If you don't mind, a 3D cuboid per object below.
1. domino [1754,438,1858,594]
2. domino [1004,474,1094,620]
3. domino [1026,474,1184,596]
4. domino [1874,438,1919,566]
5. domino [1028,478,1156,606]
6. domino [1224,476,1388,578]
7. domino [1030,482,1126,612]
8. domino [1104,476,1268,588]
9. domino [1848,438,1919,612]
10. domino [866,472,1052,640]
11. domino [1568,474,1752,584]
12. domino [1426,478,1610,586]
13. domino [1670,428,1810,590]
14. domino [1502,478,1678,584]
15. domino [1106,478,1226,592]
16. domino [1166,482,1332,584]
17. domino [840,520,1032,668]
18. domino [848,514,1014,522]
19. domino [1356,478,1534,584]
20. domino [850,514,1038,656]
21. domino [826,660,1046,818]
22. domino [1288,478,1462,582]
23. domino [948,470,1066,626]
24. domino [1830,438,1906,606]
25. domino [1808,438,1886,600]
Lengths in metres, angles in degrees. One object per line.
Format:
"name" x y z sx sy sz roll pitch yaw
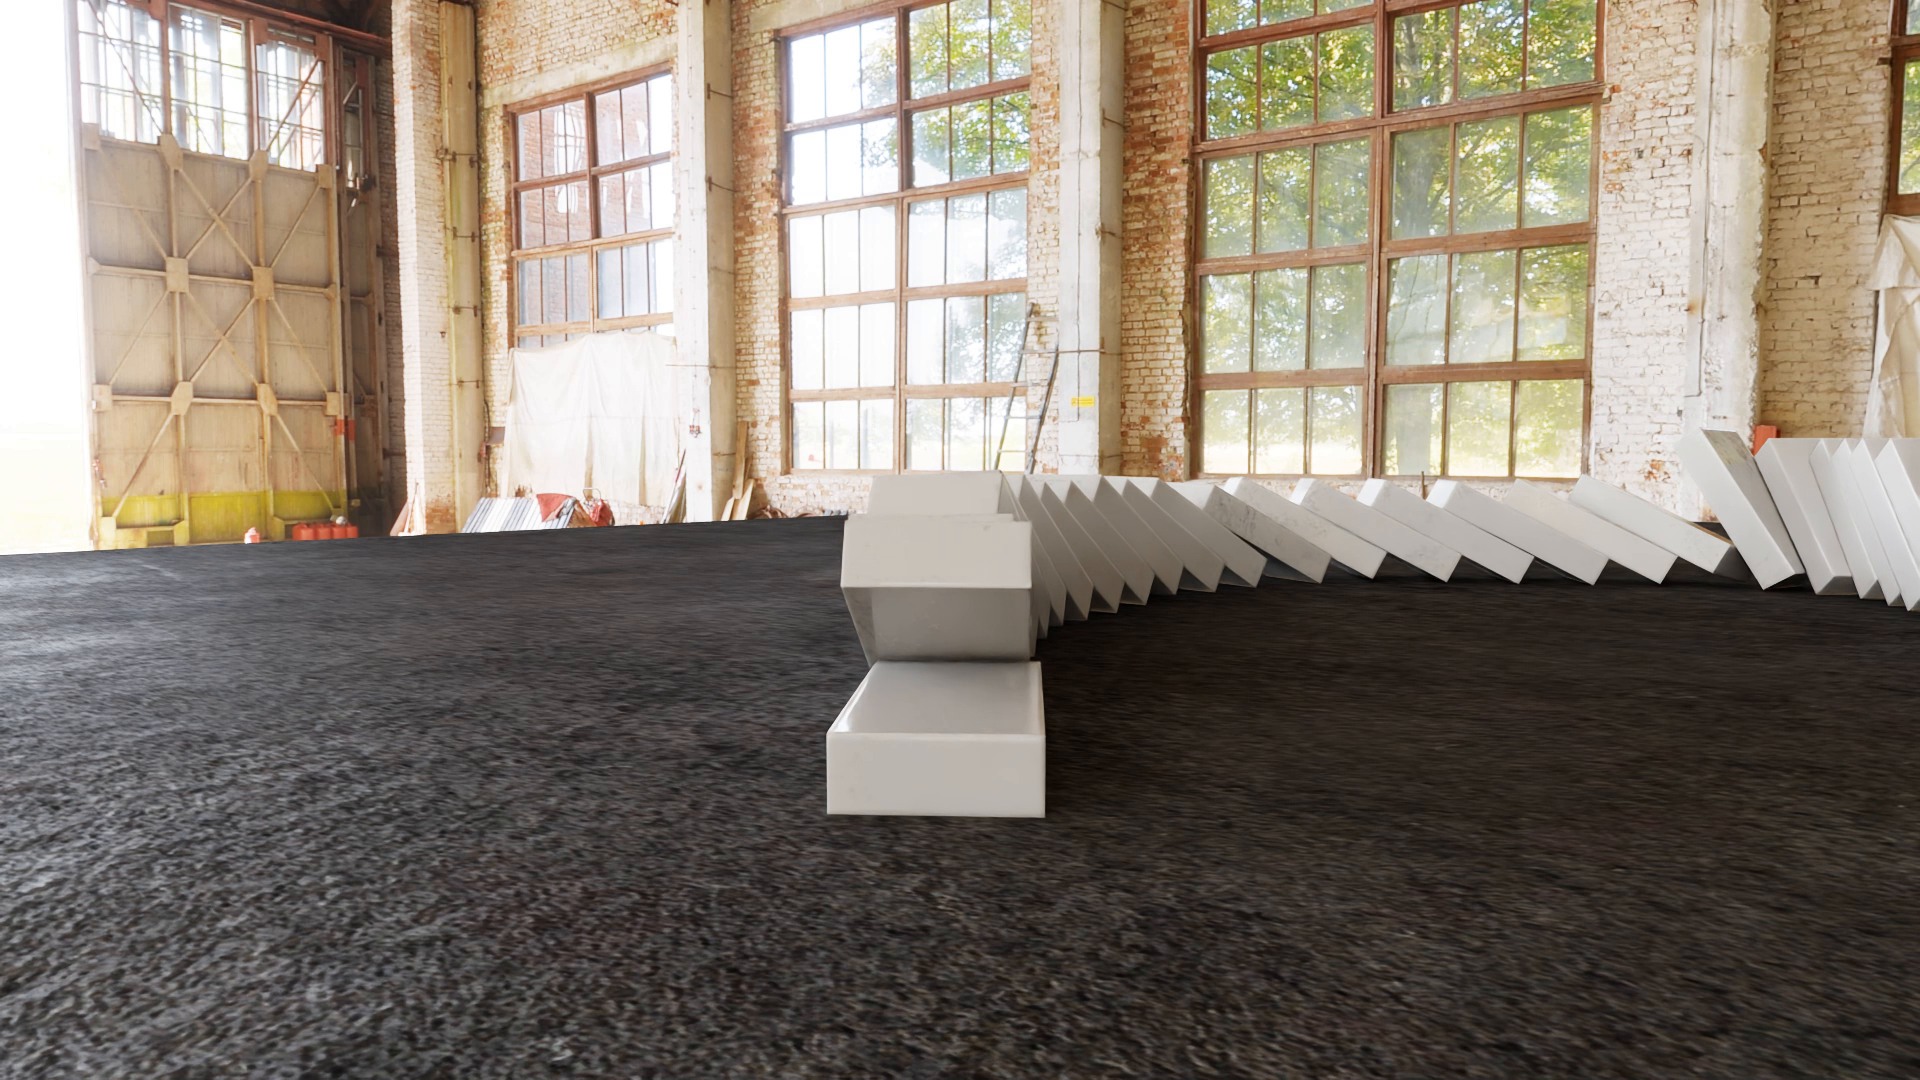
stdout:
"domino" 0.255 -0.008 0.373 0.025 0.050 0.009 0 -36 1
"domino" 0.011 0.003 0.292 0.025 0.009 0.050 0 -29 26
"domino" 0.037 -0.001 0.344 0.025 0.010 0.050 2 -26 38
"domino" 0.254 -0.004 0.322 0.025 0.050 0.009 1 -36 8
"domino" 0.028 0.001 0.330 0.025 0.009 0.050 3 -26 36
"domino" 0.107 -0.004 0.407 0.050 0.009 0.025 28 3 2
"domino" 0.019 0.002 0.313 0.025 0.009 0.050 3 -26 32
"domino" 0.065 -0.002 0.379 0.050 0.010 0.025 32 -14 -31
"domino" 0.255 -0.005 0.335 0.025 0.050 0.010 1 -36 8
"domino" 0.001 0.004 0.256 0.025 0.009 0.050 0 -30 16
"domino" 0.219 -0.004 0.400 0.025 0.009 0.050 11 21 -38
"domino" 0.172 -0.003 0.400 0.050 0.010 0.025 28 7 5
"domino" 0.236 -0.010 0.383 0.025 0.050 0.010 -1 -29 -37
"domino" 0.197 -0.004 0.402 0.050 0.009 0.025 32 17 24
"domino" 0.050 -0.001 0.363 0.025 0.010 0.050 5 -24 48
"domino" 0.086 -0.002 0.392 0.050 0.009 0.025 27 -8 -25
"domino" -0.002 0.012 0.193 0.025 0.009 0.050 0 -23 3
"domino" -0.002 0.010 0.214 0.025 0.010 0.050 -1 -24 5
"domino" 0.151 -0.003 0.402 0.050 0.010 0.025 28 6 3
"domino" -0.002 0.009 0.239 0.025 0.009 0.050 1 -22 14
"domino" -0.001 0.025 0.171 0.025 0.010 0.050 0 4 3
"domino" 0.129 -0.004 0.404 0.050 0.009 0.025 28 5 3
"domino" 0.004 0.003 0.273 0.025 0.009 0.050 -3 -31 20
"domino" 0.258 -0.005 0.347 0.025 0.050 0.009 1 -36 8
"domino" 0.260 -0.007 0.359 0.025 0.050 0.010 1 -36 8
